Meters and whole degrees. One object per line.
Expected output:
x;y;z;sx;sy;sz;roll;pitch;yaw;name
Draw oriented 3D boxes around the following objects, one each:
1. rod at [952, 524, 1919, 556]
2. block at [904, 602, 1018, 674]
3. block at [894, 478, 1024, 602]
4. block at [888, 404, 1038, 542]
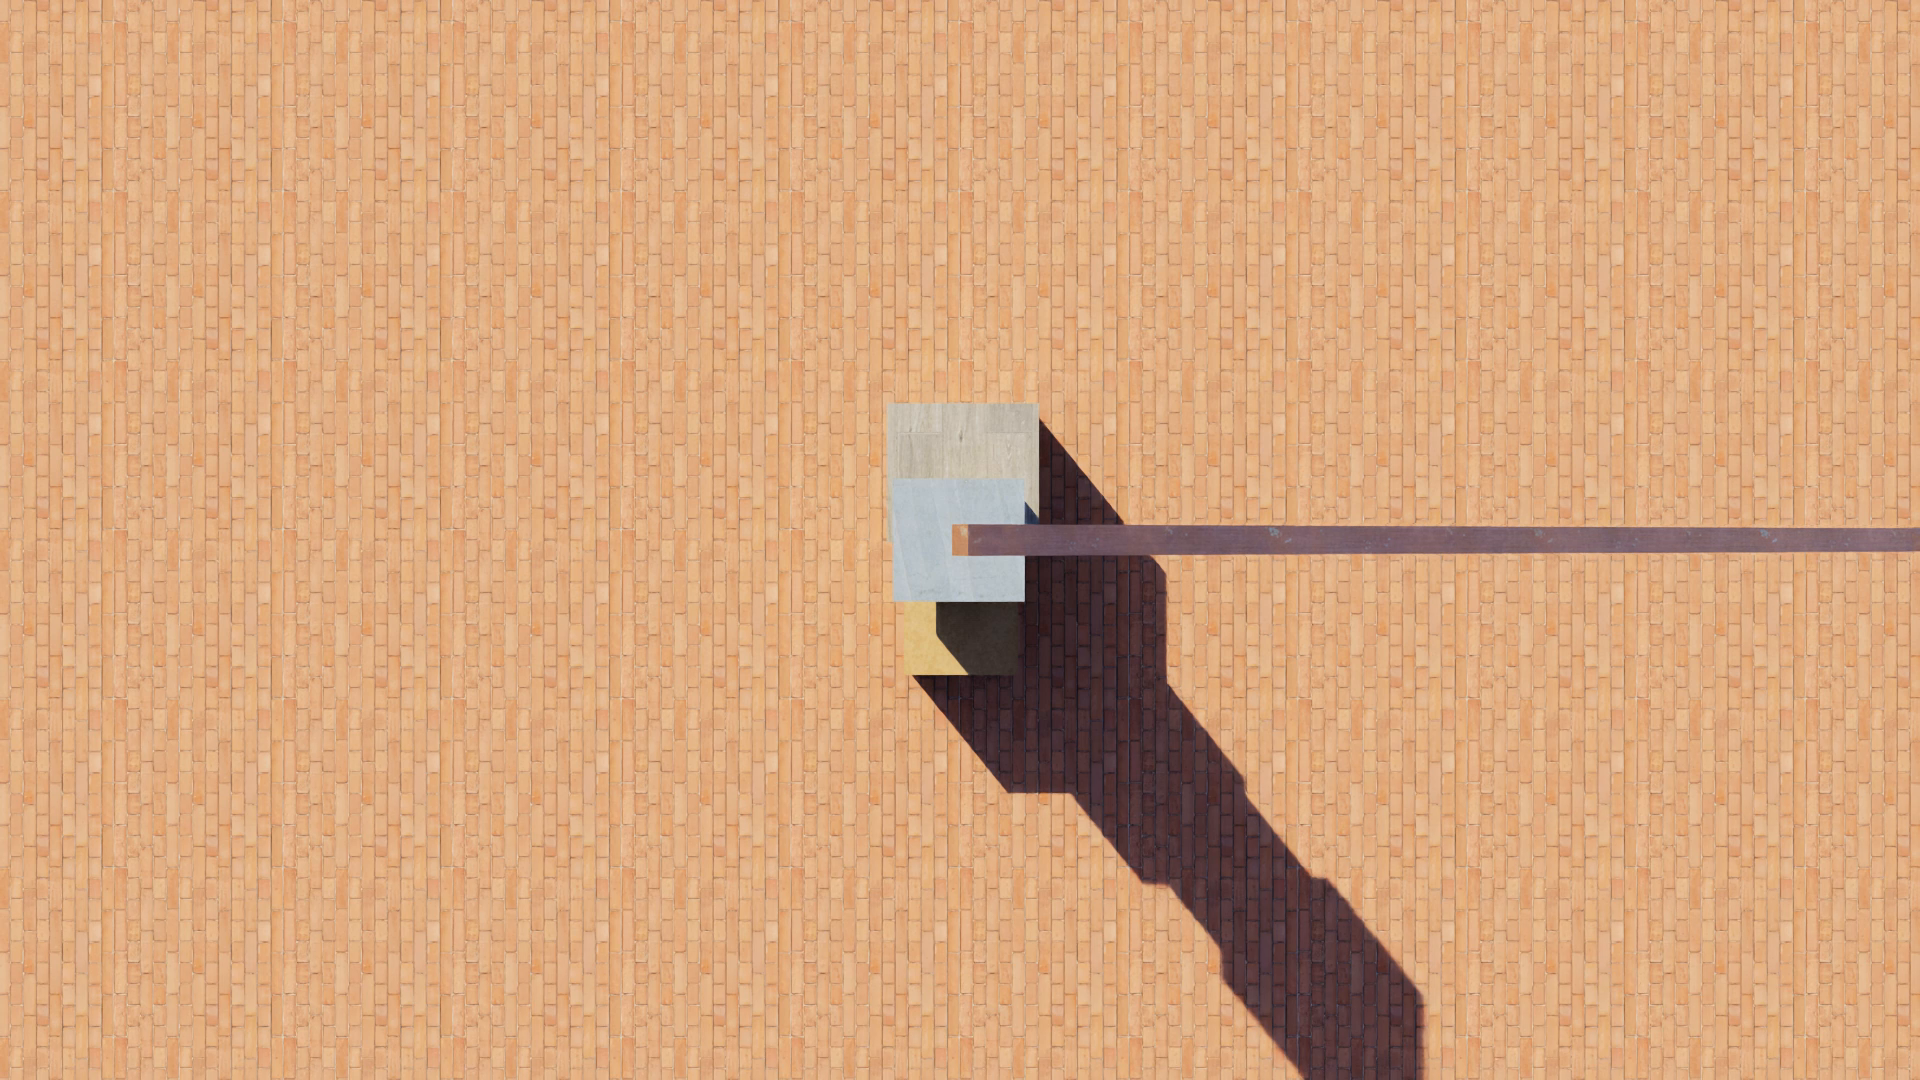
2.234;0.000;6.894;5.200;0.080;0.080;0;90;-31;rod
0.005;0.392;12.705;0.645;0.590;0.738;0;90;0;block
-0.006;0.000;10.888;0.635;0.567;0.593;0;90;0;block
0.016;-0.374;12.615;0.845;0.770;0.775;0;90;0;block
